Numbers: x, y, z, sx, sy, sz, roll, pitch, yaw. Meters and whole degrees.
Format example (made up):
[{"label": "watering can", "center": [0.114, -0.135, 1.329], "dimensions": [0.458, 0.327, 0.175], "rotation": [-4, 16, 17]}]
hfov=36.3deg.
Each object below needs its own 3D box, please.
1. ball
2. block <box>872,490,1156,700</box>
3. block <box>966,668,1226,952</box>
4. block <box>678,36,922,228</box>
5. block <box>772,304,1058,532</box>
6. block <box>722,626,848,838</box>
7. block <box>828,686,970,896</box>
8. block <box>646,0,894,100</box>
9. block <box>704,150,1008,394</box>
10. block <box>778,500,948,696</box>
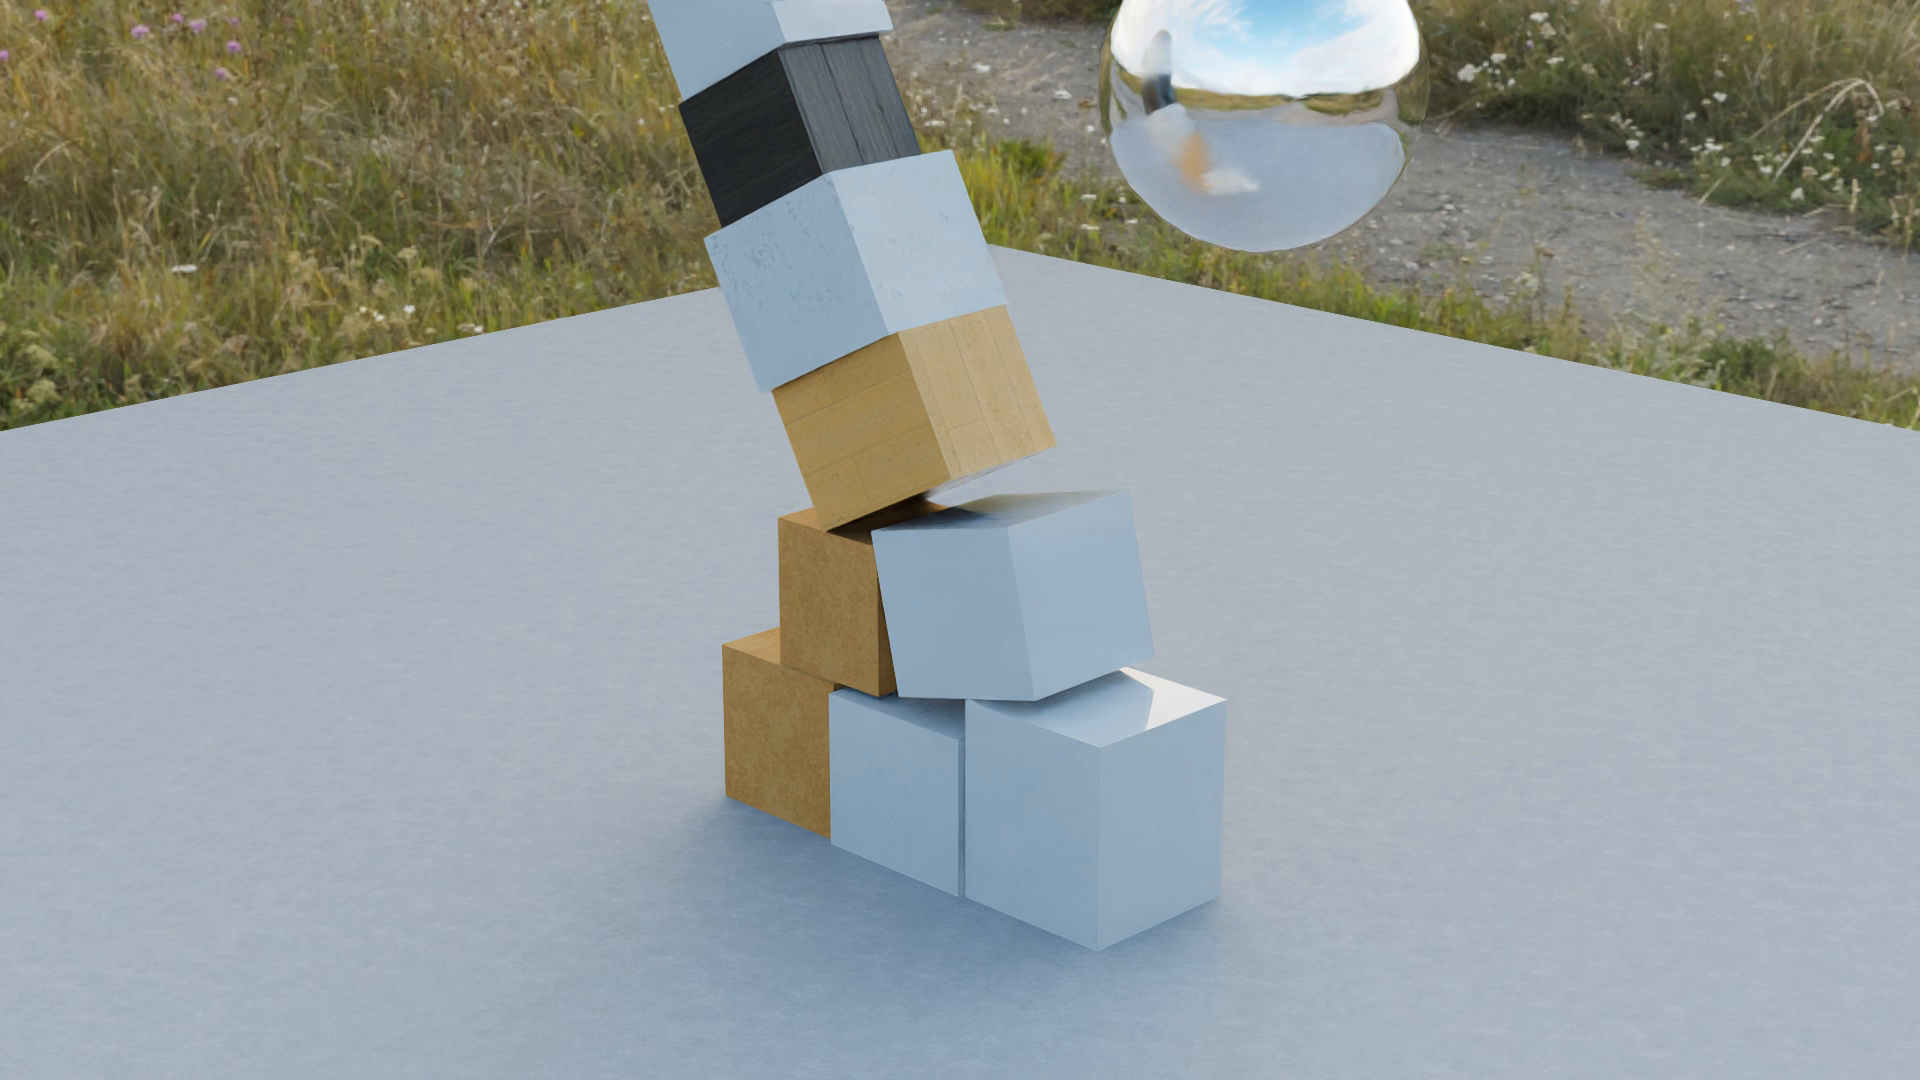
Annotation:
[{"label": "ball", "center": [1.467, -2.197, 14.189], "dimensions": [1.600, 1.600, 1.600], "rotation": [0, 17, 0]}, {"label": "block", "center": [0.241, 0.242, 13.210], "dimensions": [0.847, 0.768, 0.814], "rotation": [-1, 11, 45]}, {"label": "block", "center": [0.601, 1.157, 13.090], "dimensions": [0.808, 0.944, 0.827], "rotation": [17, 24, 42]}, {"label": "block", "center": [-0.730, -1.871, 13.468], "dimensions": [0.689, 0.614, 0.697], "rotation": [-21, -2, 41]}, {"label": "block", "center": [-0.211, -0.555, 13.400], "dimensions": [0.882, 0.691, 0.731], "rotation": [-21, -2, 44]}, {"label": "block", "center": [-0.588, 0.878, 14.241], "dimensions": [0.789, 0.785, 0.793], "rotation": [-17, 24, -42]}, {"label": "block", "center": [0.002, 1.066, 13.690], "dimensions": [0.877, 0.756, 0.846], "rotation": [-17, 24, -42]}, {"label": "block", "center": [-0.908, -2.520, 13.450], "dimensions": [0.701, 0.726, 0.750], "rotation": [-21, -2, 41]}, {"label": "block", "center": [-0.476, -1.231, 13.449], "dimensions": [0.873, 0.763, 0.841], "rotation": [-21, -2, 42]}, {"label": "block", "center": [-0.375, 0.235, 13.782], "dimensions": [0.669, 0.718, 0.676], "rotation": [16, 24, 42]}]
